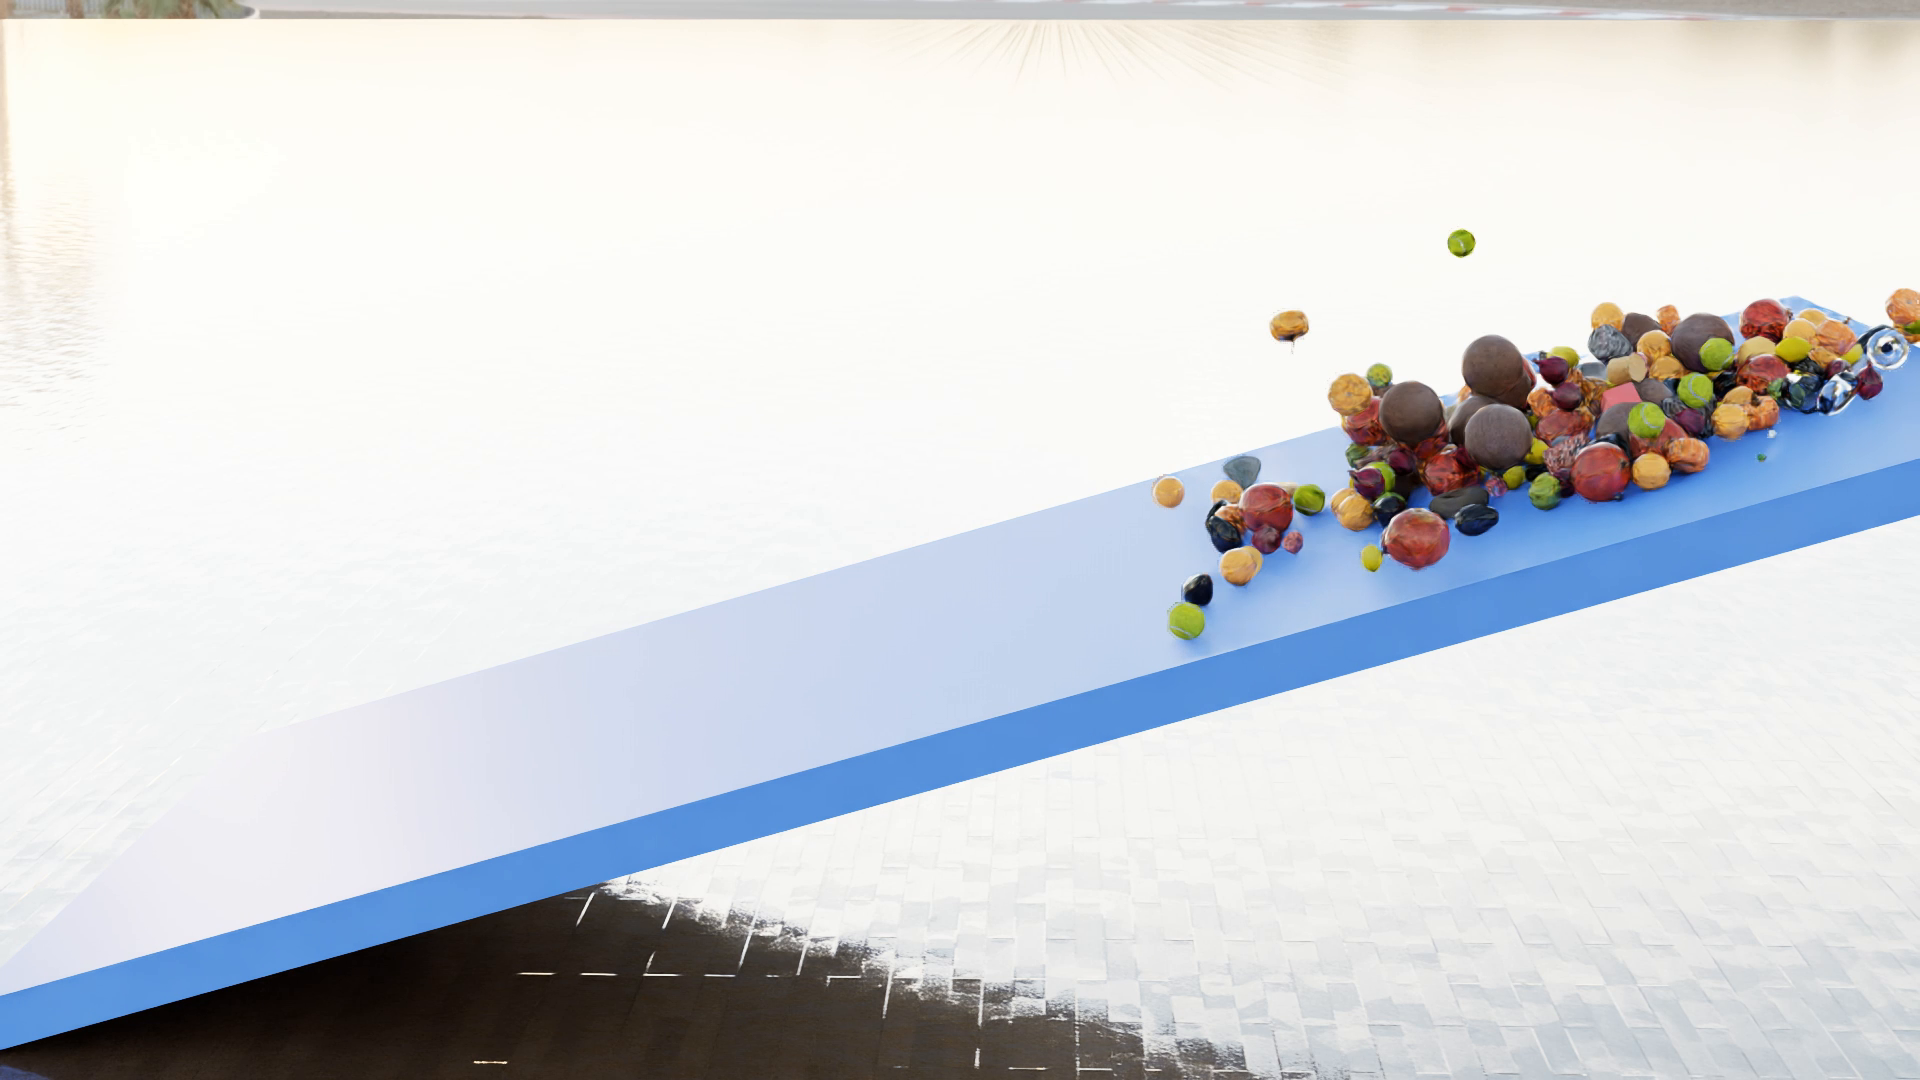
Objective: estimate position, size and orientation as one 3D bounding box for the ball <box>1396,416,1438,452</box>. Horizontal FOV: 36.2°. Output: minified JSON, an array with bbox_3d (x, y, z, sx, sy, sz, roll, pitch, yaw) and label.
[{"bbox_3d":[1.013,-0.228,6.521,0.090,0.090,0.090,0,11,0],"label":"ball"}]

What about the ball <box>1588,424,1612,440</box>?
[{"bbox_3d":[1.305,-0.202,5.965,0.065,0.065,0.065,0,11,0],"label":"ball"}]

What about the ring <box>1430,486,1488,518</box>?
[{"bbox_3d":[0.993,-0.074,5.849,0.121,0.040,0.121,-16,9,3],"label":"ring"}]

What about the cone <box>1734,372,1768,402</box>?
[{"bbox_3d":[1.623,-0.328,6.071,0.060,0.060,0.060,36,17,5],"label":"cone"}]

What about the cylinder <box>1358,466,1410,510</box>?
[{"bbox_3d":[0.876,-0.107,6.066,0.076,0.076,0.076,-7,15,-31],"label":"cylinder"}]

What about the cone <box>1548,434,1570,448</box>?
[{"bbox_3d":[1.194,-0.173,5.869,0.057,0.057,0.057,-1,-22,-5],"label":"cone"}]

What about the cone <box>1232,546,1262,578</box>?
[{"bbox_3d":[0.583,0.050,5.877,0.063,0.063,0.063,5,-10,23],"label":"cone"}]

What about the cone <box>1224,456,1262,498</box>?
[{"bbox_3d":[0.637,-0.127,6.559,0.087,0.087,0.087,-5,-28,-3],"label":"cone"}]

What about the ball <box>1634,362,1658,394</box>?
[{"bbox_3d":[1.505,-0.357,6.479,0.068,0.068,0.068,0,11,0],"label":"ball"}]

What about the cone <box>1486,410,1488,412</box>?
[{"bbox_3d":[1.140,-0.226,6.441,0.092,0.092,0.092,-2,34,-13],"label":"cone"}]

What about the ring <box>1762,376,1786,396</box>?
[{"bbox_3d":[1.697,-0.318,6.051,0.092,0.031,0.092,-16,6,2],"label":"ring"}]

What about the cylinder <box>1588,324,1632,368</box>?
[{"bbox_3d":[1.340,-0.397,6.058,0.070,0.070,0.070,9,-14,39],"label":"cylinder"}]

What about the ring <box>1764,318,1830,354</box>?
[{"bbox_3d":[1.820,-0.442,6.395,0.139,0.046,0.139,2,27,-1],"label":"ring"}]

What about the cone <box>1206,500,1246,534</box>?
[{"bbox_3d":[0.586,-0.033,6.310,0.083,0.083,0.083,-10,30,-43],"label":"cone"}]

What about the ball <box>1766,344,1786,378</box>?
[{"bbox_3d":[1.715,-0.381,6.242,0.075,0.075,0.075,0,11,0],"label":"ball"}]

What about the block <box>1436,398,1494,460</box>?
[{"bbox_3d":[1.080,-0.236,6.288,0.084,0.084,0.084,-22,-35,31],"label":"block"}]

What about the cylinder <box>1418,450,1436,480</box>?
[{"bbox_3d":[0.973,-0.153,6.258,0.061,0.061,0.061,-17,12,-2],"label":"cylinder"}]

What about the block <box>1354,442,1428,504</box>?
[{"bbox_3d":[0.905,-0.141,6.186,0.094,0.094,0.094,-13,10,44],"label":"block"}]

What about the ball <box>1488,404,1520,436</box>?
[{"bbox_3d":[1.183,-0.262,6.417,0.074,0.074,0.074,0,11,0],"label":"ball"}]

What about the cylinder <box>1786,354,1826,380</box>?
[{"bbox_3d":[1.720,-0.339,5.981,0.057,0.057,0.057,-10,50,-41],"label":"cylinder"}]

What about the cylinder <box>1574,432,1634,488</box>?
[{"bbox_3d":[1.242,-0.156,5.669,0.083,0.083,0.083,-22,12,-1],"label":"cylinder"}]

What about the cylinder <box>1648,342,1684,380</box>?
[{"bbox_3d":[1.574,-0.396,6.555,0.068,0.068,0.068,5,-15,24],"label":"cylinder"}]

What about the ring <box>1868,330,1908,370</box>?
[{"bbox_3d":[1.853,-0.380,5.876,0.083,0.083,0.028,-1,-1,-4],"label":"ring"}]

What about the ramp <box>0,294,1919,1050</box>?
[{"bbox_3d":[0.091,0.187,6.320,4.000,0.100,2.000,-16,10,5],"label":"ramp"}]

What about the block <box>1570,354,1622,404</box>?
[{"bbox_3d":[1.438,-0.365,6.569,0.092,0.092,0.092,-25,13,-40],"label":"block"}]

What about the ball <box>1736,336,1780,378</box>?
[{"bbox_3d":[1.653,-0.377,6.088,0.087,0.087,0.087,0,11,0],"label":"ball"}]

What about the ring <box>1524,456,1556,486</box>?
[{"bbox_3d":[1.193,-0.144,5.896,0.123,0.041,0.123,-16,14,4],"label":"ring"}]

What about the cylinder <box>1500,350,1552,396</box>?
[{"bbox_3d":[1.328,-0.391,6.891,0.093,0.093,0.093,-11,4,29],"label":"cylinder"}]

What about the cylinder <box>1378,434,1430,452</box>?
[{"bbox_3d":[0.959,-0.185,6.349,0.082,0.082,0.082,7,13,36],"label":"cylinder"}]

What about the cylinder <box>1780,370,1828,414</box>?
[{"bbox_3d":[1.672,-0.293,5.822,0.077,0.077,0.077,0,10,1],"label":"cylinder"}]

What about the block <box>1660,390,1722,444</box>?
[{"bbox_3d":[1.459,-0.246,5.873,0.079,0.079,0.079,-18,17,-18],"label":"block"}]

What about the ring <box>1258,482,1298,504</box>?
[{"bbox_3d":[0.706,-0.104,6.521,0.094,0.031,0.094,-18,10,3],"label":"ring"}]

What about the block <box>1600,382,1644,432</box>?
[{"bbox_3d":[1.327,-0.267,5.892,0.062,0.062,0.062,-21,-25,-2],"label":"block"}]

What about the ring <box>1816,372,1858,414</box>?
[{"bbox_3d":[1.702,-0.284,5.703,0.098,0.098,0.033,-12,52,-49],"label":"ring"}]

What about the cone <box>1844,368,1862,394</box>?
[{"bbox_3d":[1.769,-0.320,5.863,0.053,0.053,0.053,-10,13,2],"label":"cone"}]
